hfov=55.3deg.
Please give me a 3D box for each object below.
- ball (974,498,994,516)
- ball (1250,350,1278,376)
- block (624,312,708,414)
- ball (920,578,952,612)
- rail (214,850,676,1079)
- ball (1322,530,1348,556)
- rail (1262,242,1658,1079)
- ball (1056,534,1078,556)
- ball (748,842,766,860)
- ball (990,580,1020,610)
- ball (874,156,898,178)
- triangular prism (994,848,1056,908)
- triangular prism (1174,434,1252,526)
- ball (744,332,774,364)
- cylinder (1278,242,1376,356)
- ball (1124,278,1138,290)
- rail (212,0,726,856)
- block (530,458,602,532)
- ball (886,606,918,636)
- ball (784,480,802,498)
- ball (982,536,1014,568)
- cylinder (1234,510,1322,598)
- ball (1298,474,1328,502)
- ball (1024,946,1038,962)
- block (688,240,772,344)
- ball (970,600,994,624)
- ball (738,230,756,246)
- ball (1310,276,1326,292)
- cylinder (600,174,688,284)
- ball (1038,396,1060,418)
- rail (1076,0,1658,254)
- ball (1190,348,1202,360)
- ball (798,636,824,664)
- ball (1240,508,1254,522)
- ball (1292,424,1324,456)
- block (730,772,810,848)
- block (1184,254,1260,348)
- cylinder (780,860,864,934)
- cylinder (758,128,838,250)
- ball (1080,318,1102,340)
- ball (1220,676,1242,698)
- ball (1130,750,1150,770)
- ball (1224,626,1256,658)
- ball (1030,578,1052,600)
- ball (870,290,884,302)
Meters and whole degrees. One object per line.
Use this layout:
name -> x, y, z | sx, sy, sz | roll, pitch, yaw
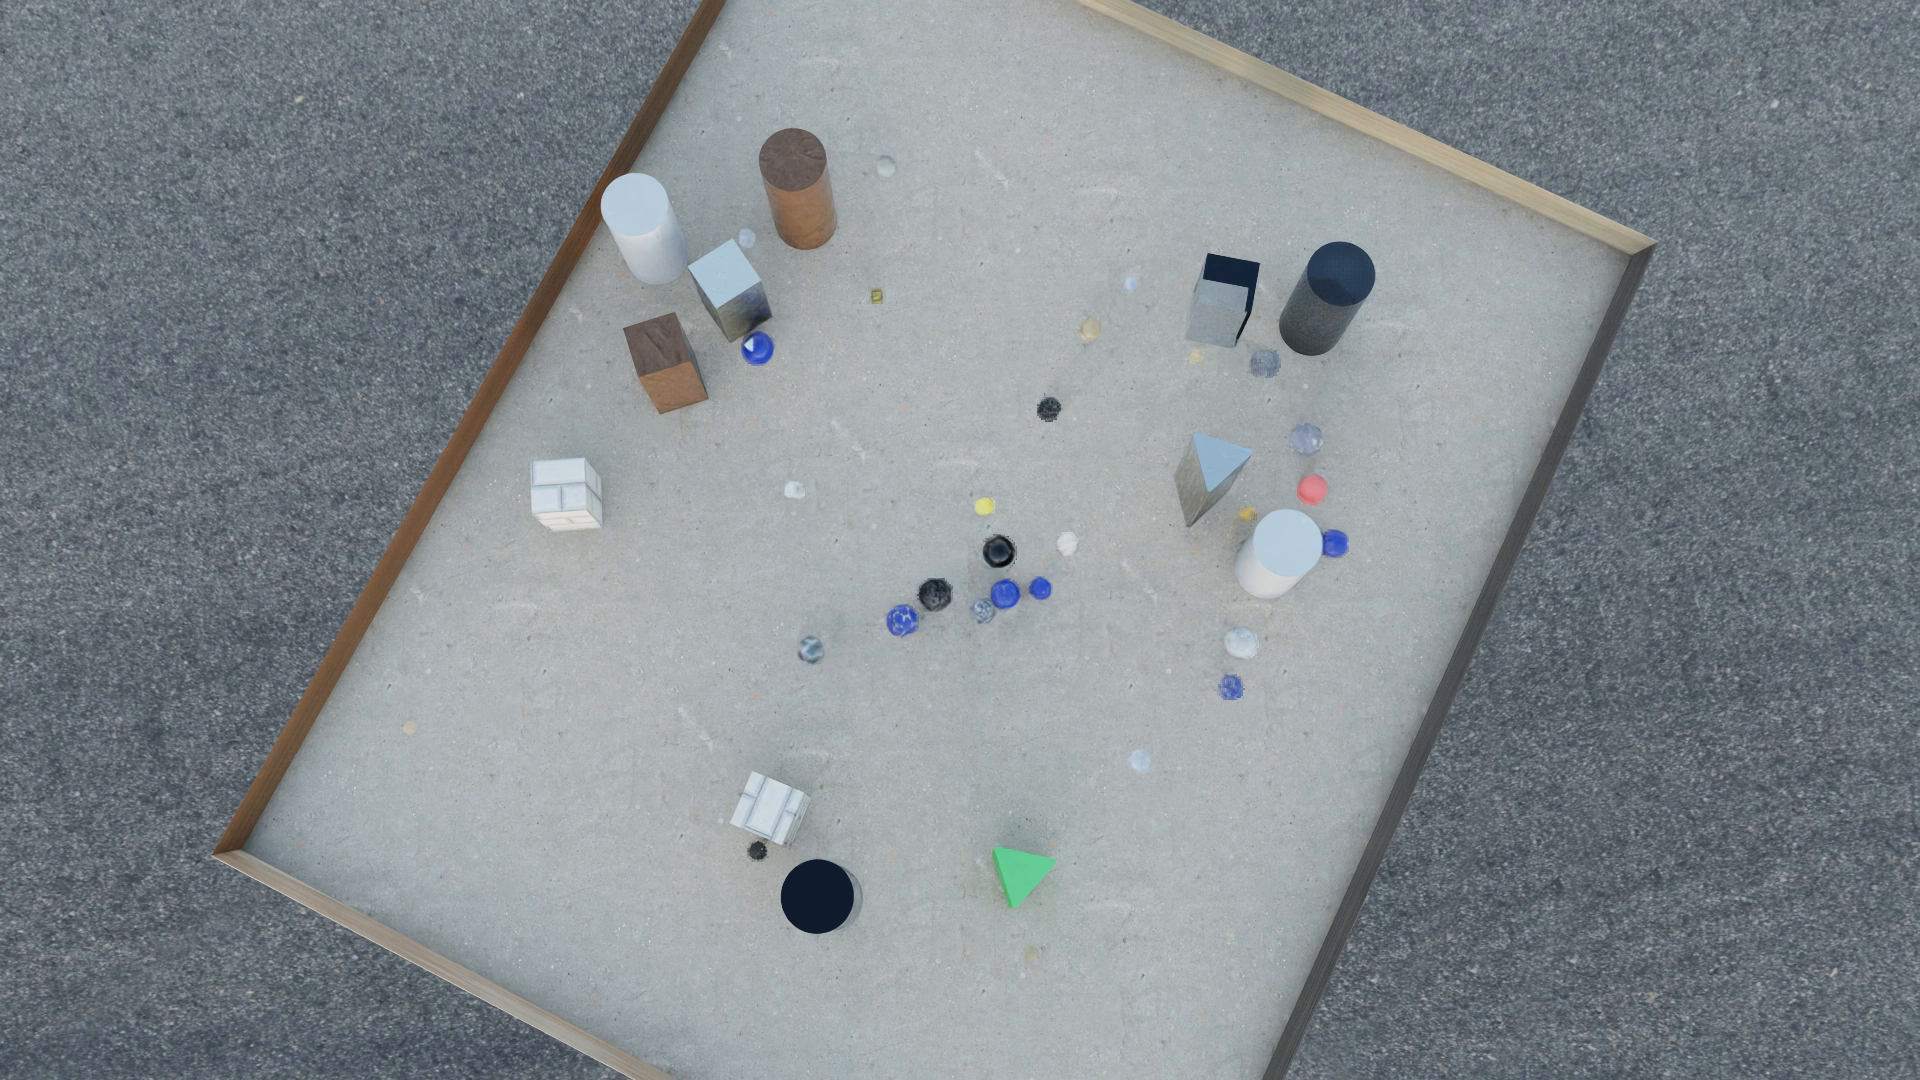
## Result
ball -> 0.073, -0.101, 5.608 | 0.057, 0.057, 0.057 | 0, 78, 0
ball -> 0.944, -0.550, 5.680 | 0.085, 0.085, 0.085 | 0, 78, 0
block -> -0.882, -0.528, 5.524 | 0.159, 0.395, 0.159 | -18, 79, -4
ball -> -0.074, 0.167, 5.531 | 0.099, 0.099, 0.099 | 0, 78, 0
rail -> -0.798, 1.570, 5.225 | 3.036, 0.129, 0.045 | 26, 80, 5
ball -> 1.136, 0.010, 5.572 | 0.084, 0.084, 0.084 | 0, 78, 0
rail -> 1.337, 0.661, 5.413 | 0.045, 0.129, 3.616 | 26, 80, 5
ball -> 0.325, 0.013, 5.581 | 0.065, 0.065, 0.065 | 0, 78, 0
ball -> -0.596, 0.917, 5.400 | 0.053, 0.053, 0.053 | 0, 78, 0
ball -> 0.136, 0.166, 5.536 | 0.090, 0.090, 0.090 | 0, 78, 0
ball -> -0.235, -1.185, 5.825 | 0.073, 0.073, 0.073 | 0, 78, 0
triangular prism -> 0.152, 0.936, 5.235 | 0.149, 0.368, 0.172 | 42, 81, 8
triangular prism -> 0.712, -0.198, 5.409 | 0.172, 0.487, 0.149 | -42, 81, -8
ball -> -0.624, -0.596, 5.690 | 0.098, 0.098, 0.098 | 0, 78, 0
cylinder -> 1.101, -0.721, 5.525 | 0.198, 0.472, 0.198 | 0, 78, 0
ball -> 0.538, -0.805, 5.763 | 0.040, 0.040, 0.040 | 0, 78, 0
rail -> -1.337, -0.648, 5.684 | 0.045, 0.129, 3.616 | 26, 80, 5
block -> -1.181, -0.134, 5.513 | 0.159, 0.257, 0.159 | -4, 78, -1
ball -> -0.175, 0.244, 5.518 | 0.095, 0.095, 0.095 | 0, 78, 0
ball -> -0.511, -0.154, 5.620 | 0.056, 0.056, 0.056 | 0, 78, 0
ball -> 0.117, 0.037, 5.559 | 0.098, 0.098, 0.098 | 0, 78, 0
cylinder -> 0.937, 0.045, 5.421 | 0.198, 0.365, 0.198 | 0, 78, 0
ball -> 1.080, -0.158, 5.604 | 0.089, 0.089, 0.089 | 0, 78, 0
ball -> 0.208, 1.207, 5.345 | 0.043, 0.043, 0.043 | 0, 78, 0
block -> -0.699, -0.757, 5.602 | 0.159, 0.336, 0.159 | -34, 80, -7
ball -> 0.069, 0.217, 5.534 | 0.073, 0.073, 0.073 | 0, 78, 0
ball -> -0.674, -0.954, 5.787 | 0.054, 0.054, 0.054 | 0, 78, 0
ball -> 1.124, -0.802, 5.758 | 0.049, 0.049, 0.049 | 0, 78, 0
cylinder -> -0.958, -0.945, 5.598 | 0.198, 0.419, 0.198 | 0, 78, 0
ball -> 0.277, -0.409, 5.667 | 0.067, 0.067, 0.067 | 0, 78, 0
rail -> 0.798, -1.556, 5.872 | 3.036, 0.129, 0.045 | 26, 80, 5
ball -> 0.735, -0.579, 5.716 | 0.040, 0.040, 0.040 | 0, 78, 0
ball -> -0.447, 0.329, 5.507 | 0.081, 0.081, 0.081 | 0, 78, 0
ball -> 0.880, -0.076, 5.611 | 0.042, 0.042, 0.042 | 0, 78, 0
ball -> 1.067, -0.307, 5.630 | 0.097, 0.097, 0.097 | 0, 78, 0
block -> -0.547, 0.785, 5.320 | 0.159, 0.262, 0.159 | 22, 79, 4
block -> 0.796, -0.725, 5.589 | 0.159, 0.348, 0.159 | 11, 79, 2
cylinder -> -0.384, 1.008, 5.169 | 0.198, 0.469, 0.198 | 0, 78, 0
cylinder -> -0.490, -1.064, 5.593 | 0.198, 0.477, 0.198 | 0, 78, 0
ball -> 0.409, -0.661, 5.719 | 0.067, 0.067, 0.067 | 0, 78, 0
ball -> 0.811, 0.439, 5.491 | 0.067, 0.067, 0.067 | 0, 78, 0
ball -> 0.535, 0.656, 5.450 | 0.061, 0.061, 0.061 | 0, 78, 0
ball -> 0.842, 0.307, 5.505 | 0.095, 0.095, 0.095 | 0, 78, 0
ball -> 0.244, 0.149, 5.551 | 0.068, 0.068, 0.068 | 0, 78, 0
ball -> -0.261, -0.767, 5.754 | 0.041, 0.041, 0.041 | 0, 78, 0
